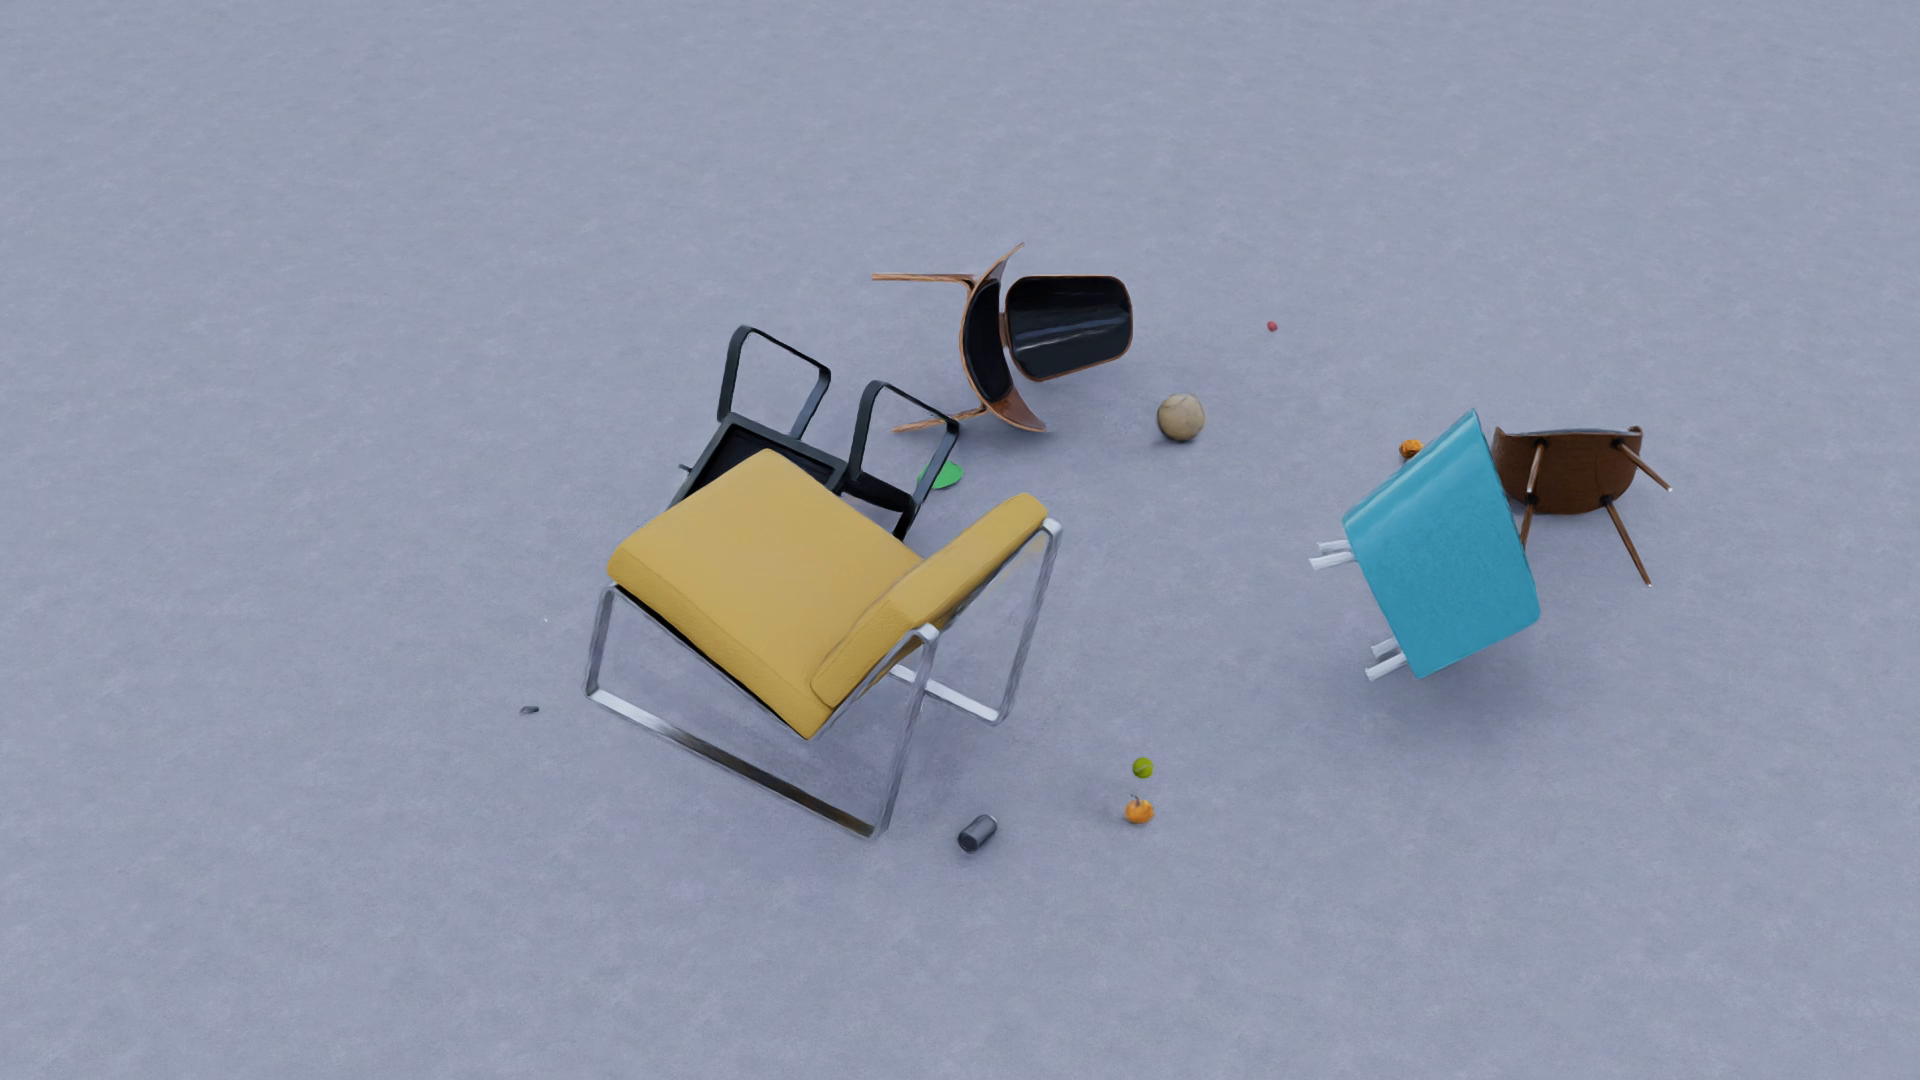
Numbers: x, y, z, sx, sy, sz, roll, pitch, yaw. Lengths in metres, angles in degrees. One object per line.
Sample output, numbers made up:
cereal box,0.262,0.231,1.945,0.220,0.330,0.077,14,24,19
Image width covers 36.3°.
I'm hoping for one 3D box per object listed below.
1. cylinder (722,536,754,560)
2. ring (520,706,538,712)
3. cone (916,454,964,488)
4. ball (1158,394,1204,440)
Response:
cylinder,-0.820,0.028,10.863,0.082,0.043,0.093,18,37,26
ring,-1.472,0.578,10.026,0.046,0.016,0.078,-27,-18,37
cone,-0.083,-0.286,11.269,0.187,0.096,0.170,-26,35,-25
ball,0.867,-0.482,11.507,0.186,0.186,0.186,0,33,0
